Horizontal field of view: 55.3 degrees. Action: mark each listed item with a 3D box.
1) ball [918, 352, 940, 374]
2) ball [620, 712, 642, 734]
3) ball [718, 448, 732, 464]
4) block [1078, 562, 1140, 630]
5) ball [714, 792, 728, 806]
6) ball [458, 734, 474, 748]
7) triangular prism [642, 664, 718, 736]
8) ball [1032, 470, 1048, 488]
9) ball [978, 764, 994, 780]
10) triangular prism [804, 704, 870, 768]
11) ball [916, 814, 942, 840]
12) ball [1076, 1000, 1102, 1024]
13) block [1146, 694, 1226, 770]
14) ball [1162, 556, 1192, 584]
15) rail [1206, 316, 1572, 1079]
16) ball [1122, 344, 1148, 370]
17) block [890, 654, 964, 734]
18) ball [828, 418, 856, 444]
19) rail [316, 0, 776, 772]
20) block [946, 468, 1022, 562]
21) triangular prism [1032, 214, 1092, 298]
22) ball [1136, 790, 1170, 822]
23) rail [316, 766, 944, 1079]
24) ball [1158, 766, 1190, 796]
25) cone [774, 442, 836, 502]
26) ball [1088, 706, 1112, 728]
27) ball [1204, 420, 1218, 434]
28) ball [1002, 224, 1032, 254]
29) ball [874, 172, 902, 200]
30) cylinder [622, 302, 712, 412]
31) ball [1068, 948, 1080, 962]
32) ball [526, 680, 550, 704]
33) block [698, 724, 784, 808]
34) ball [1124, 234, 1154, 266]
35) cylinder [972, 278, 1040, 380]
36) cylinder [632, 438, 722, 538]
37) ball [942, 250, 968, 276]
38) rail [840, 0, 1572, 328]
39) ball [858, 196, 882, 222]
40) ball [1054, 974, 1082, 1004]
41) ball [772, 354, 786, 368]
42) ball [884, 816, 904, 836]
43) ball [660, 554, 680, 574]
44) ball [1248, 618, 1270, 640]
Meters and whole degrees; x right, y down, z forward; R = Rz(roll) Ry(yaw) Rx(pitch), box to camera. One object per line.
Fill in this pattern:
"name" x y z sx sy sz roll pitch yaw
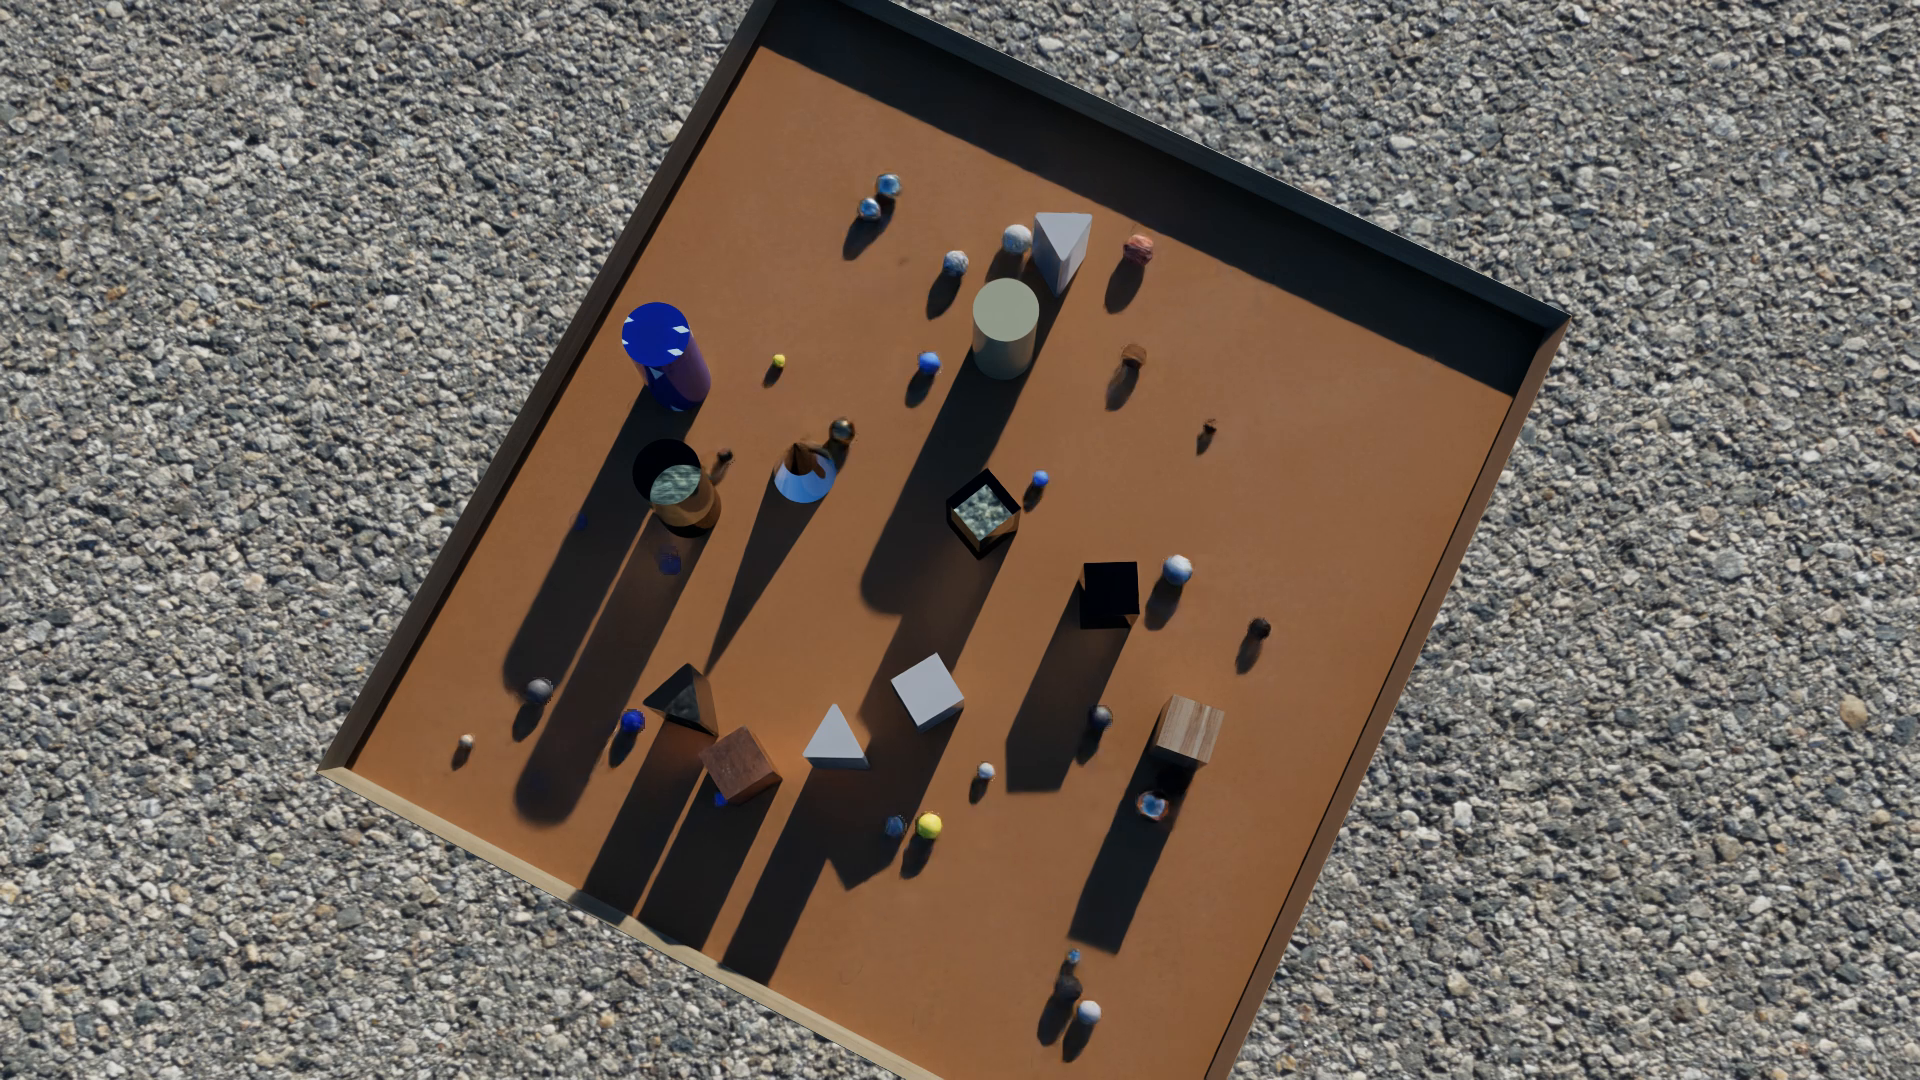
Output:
"ball" -0.096 -0.549 5.695 0.068 0.068 0.068 0 78 0
"ball" -0.981 0.544 5.471 0.065 0.065 0.065 0 78 0
"ball" -0.724 -0.261 5.646 0.047 0.047 0.047 0 78 0
"block" 0.441 0.167 5.451 0.156 0.257 0.156 -2 78 0
"ball" -0.700 0.761 5.400 0.045 0.045 0.045 0 78 0
"ball" -1.474 0.601 5.470 0.043 0.043 0.043 0 78 0
"triangular prism" -0.782 0.454 5.314 0.168 0.408 0.146 18 79 4
"ball" 0.247 -0.188 5.629 0.051 0.051 0.051 0 78 0
"ball" 0.078 0.688 5.449 0.049 0.049 0.049 0 78 0
"triangular prism" -0.352 0.569 5.302 0.168 0.385 0.146 1 78 0
"ball" -0.091 0.845 5.403 0.075 0.075 0.075 0 78 0
"ball" 0.372 1.365 5.298 0.070 0.070 0.070 0 78 0
"block" 0.658 0.565 5.357 0.156 0.279 0.156 19 79 4
"ball" 0.659 0.091 5.552 0.090 0.090 0.090 0 78 0
"rail" 1.206 0.597 5.427 0.045 0.126 2.933 26 80 5
"ball" 0.542 -0.570 5.693 0.081 0.081 0.081 0 78 0
"block" -0.094 0.454 5.400 0.156 0.240 0.156 -31 80 -6
"ball" -0.363 -0.335 5.643 0.084 0.084 0.084 0 78 0
"rail" -1.206 -0.584 5.672 0.045 0.126 2.933 26 80 5
"block" 0.068 -0.073 5.474 0.156 0.309 0.156 -38 81 -7
"triangular prism" 0.288 -0.904 5.632 0.146 0.336 0.168 31 80 6
"ball" 0.569 0.783 5.405 0.097 0.097 0.097 0 78 0
"rail" -0.645 1.271 5.288 2.745 0.126 0.045 26 80 5
"ball" 0.633 0.716 5.423 0.088 0.088 0.088 0 78 0
"cone" -0.480 -0.246 5.484 0.194 0.359 0.194 0 78 0
"ball" 0.417 0.530 5.472 0.067 0.067 0.067 0 78 0
"ball" 0.775 -0.350 5.668 0.041 0.041 0.041 0 78 0
"ball" 0.179 -0.945 5.763 0.096 0.096 0.096 0 78 0
"ball" -0.226 -1.119 5.803 0.089 0.089 0.089 0 78 0
"cylinder" -0.874 -0.543 5.490 0.194 0.468 0.194 0 78 0
"ball" 0.333 1.212 5.345 0.040 0.040 0.040 0 78 0
"ball" -1.262 0.453 5.486 0.072 0.072 0.072 0 78 0
"block" -0.635 0.659 5.326 0.156 0.301 0.156 -32 80 -6
"ball" 0.563 -0.911 5.756 0.096 0.096 0.096 0 78 0
"cylinder" 0.135 -0.634 5.549 0.194 0.389 0.194 0 78 0
"cylinder" -0.831 -0.147 5.414 0.194 0.456 0.194 0 78 0
"ball" -0.015 -0.869 5.753 0.084 0.084 0.084 0 78 0
"rail" 0.645 -1.257 5.811 2.745 0.126 0.045 26 80 5
"ball" -0.286 -1.046 5.794 0.077 0.077 0.077 0 78 0
"ball" 0.314 1.300 5.306 0.081 0.081 0.081 0 78 0
"ball" -0.565 -0.559 5.710 0.043 0.043 0.043 0 78 0
"ball" -0.194 0.846 5.412 0.059 0.059 0.059 0 78 0
"ball" -0.882 0.073 5.572 0.057 0.057 0.057 0 78 0
"ball" 0.904 0.270 5.528 0.065 0.065 0.065 0 78 0
